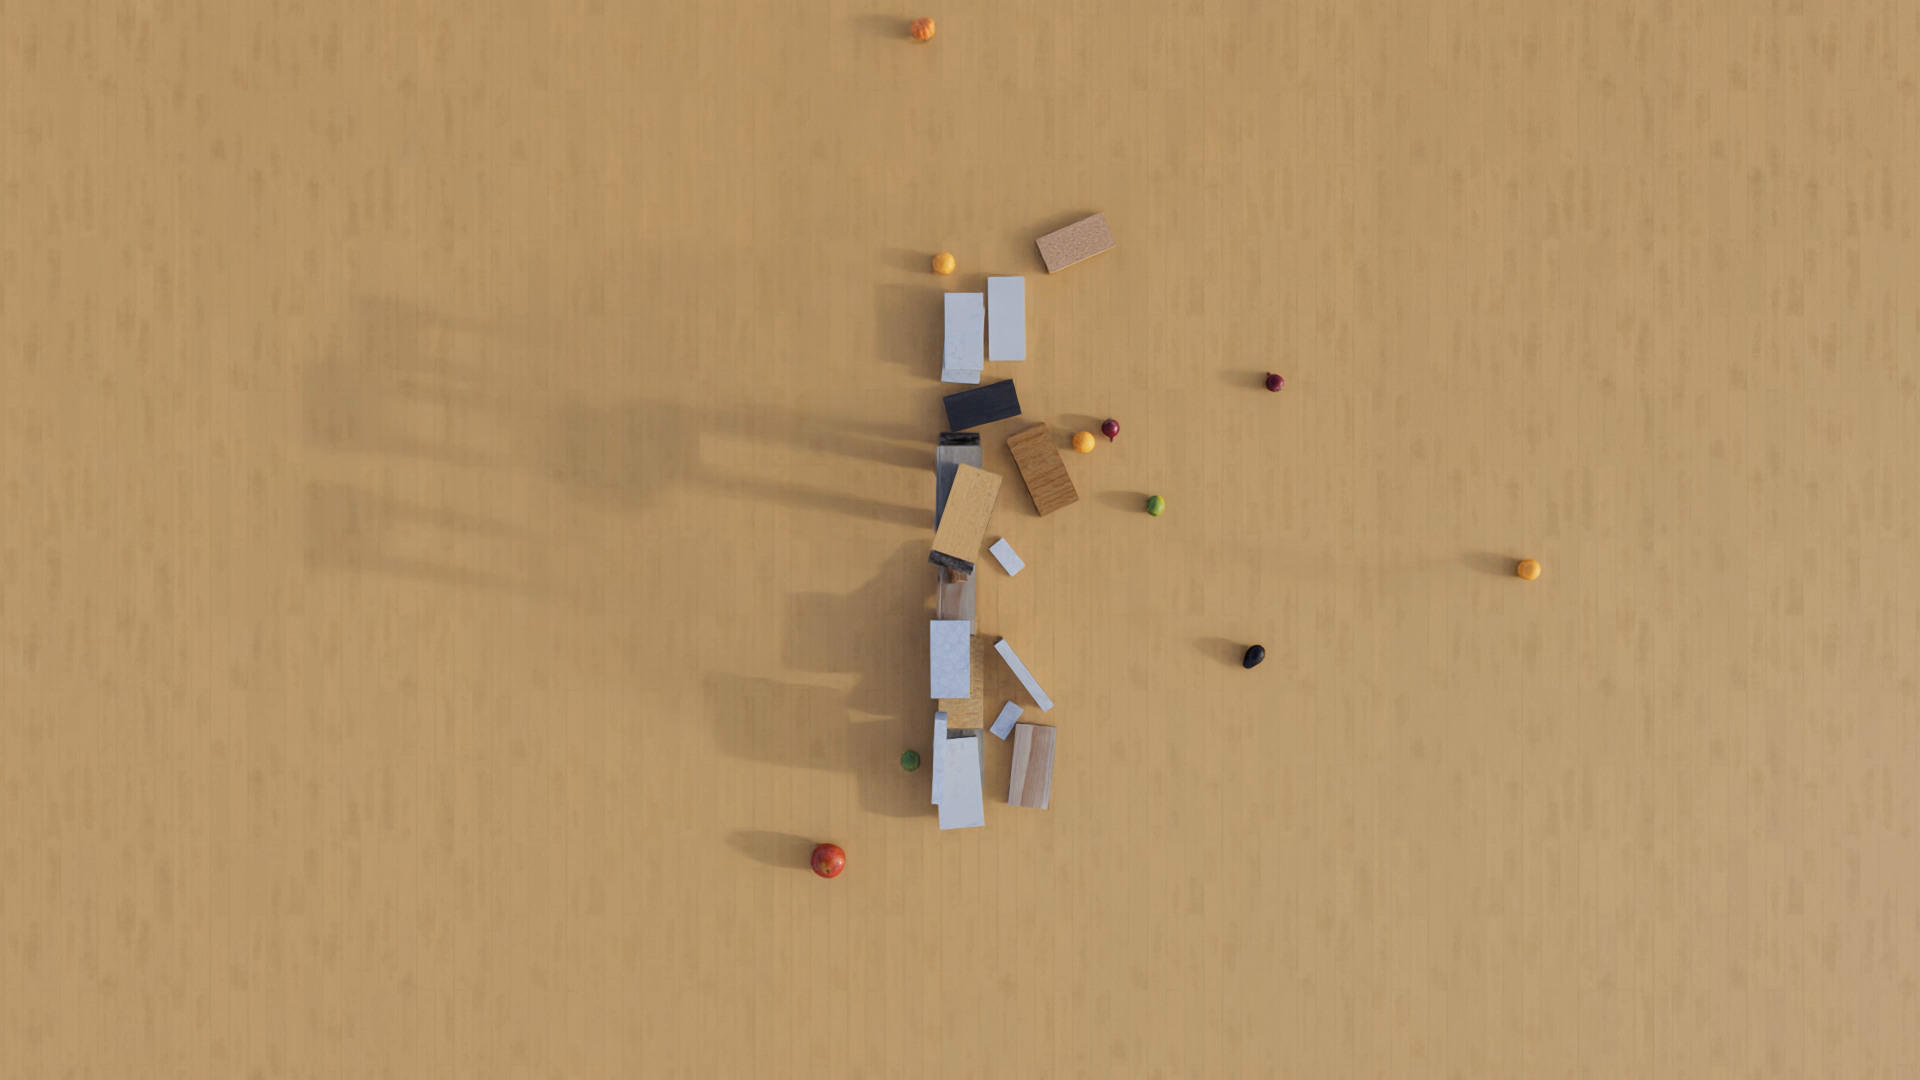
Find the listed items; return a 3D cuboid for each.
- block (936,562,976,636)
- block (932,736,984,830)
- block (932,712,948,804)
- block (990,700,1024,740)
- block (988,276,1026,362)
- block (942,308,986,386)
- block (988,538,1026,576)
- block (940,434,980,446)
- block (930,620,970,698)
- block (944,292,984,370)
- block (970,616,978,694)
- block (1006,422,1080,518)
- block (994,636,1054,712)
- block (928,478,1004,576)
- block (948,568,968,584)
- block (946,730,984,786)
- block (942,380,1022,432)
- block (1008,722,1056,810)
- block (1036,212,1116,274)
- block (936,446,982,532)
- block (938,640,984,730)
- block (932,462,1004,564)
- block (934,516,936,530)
[{"bbox_3d":[-0.012,0.191,5.443,0.126,0.036,0.252,2,72,0],"label":"block"},{"bbox_3d":[-0.005,0.799,5.438,0.147,0.042,0.293,-5,90,0],"label":"block"},{"bbox_3d":[-0.066,0.703,5.336,0.039,0.136,0.273,2,95,0],"label":"block"},{"bbox_3d":[0.155,0.599,5.492,0.060,0.017,0.120,33,90,0],"label":"block"},{"bbox_3d":[0.155,-0.734,5.483,0.120,0.034,0.276,-1,90,0],"label":"block"},{"bbox_3d":[0.011,-0.648,5.482,0.126,0.036,0.253,5,90,0],"label":"block"},{"bbox_3d":[0.157,0.057,5.492,0.060,0.017,0.120,-39,90,0],"label":"block"},{"bbox_3d":[-0.001,-0.325,5.373,0.126,0.253,0.036,0,94,0],"label":"block"},{"bbox_3d":[-0.032,0.387,5.365,0.126,0.036,0.252,0,89,1],"label":"block"},{"bbox_3d":[0.013,-0.687,5.446,0.126,0.036,0.253,0,90,0],"label":"block"},{"bbox_3d":[-0.011,0.373,5.429,0.126,0.036,0.252,4,76,1],"label":"block"},{"bbox_3d":[0.274,-0.233,5.480,0.141,0.040,0.283,-24,90,0],"label":"block"},{"bbox_3d":[0.209,0.442,5.432,0.039,0.136,0.273,-37,90,0],"label":"block"},{"bbox_3d":[0.017,-0.063,5.154,0.141,0.040,0.321,19,90,0],"label":"block"},{"bbox_3d":[-0.015,0.081,5.452,0.060,0.017,0.120,-10,72,-4],"label":"block"},{"bbox_3d":[0.006,0.672,5.479,0.147,0.042,0.293,-1,90,0],"label":"block"},{"bbox_3d":[0.074,-0.446,5.483,0.239,0.034,0.120,-15,90,0],"label":"block"},{"bbox_3d":[0.240,0.749,5.481,0.136,0.039,0.273,6,90,0],"label":"block"},{"bbox_3d":[0.384,-0.987,5.483,0.239,0.034,0.120,-23,90,0],"label":"block"},{"bbox_3d":[-0.003,-0.153,5.194,0.143,0.040,0.285,0,90,0],"label":"block"},{"bbox_3d":[0.004,0.476,5.448,0.147,0.042,0.293,0,78,0],"label":"block"},{"bbox_3d":[0.023,-0.084,5.114,0.141,0.040,0.283,18,90,0],"label":"block"},{"bbox_3d":[-0.009,-0.053,5.357,0.143,0.285,0.040,0,89,0],"label":"block"}]
